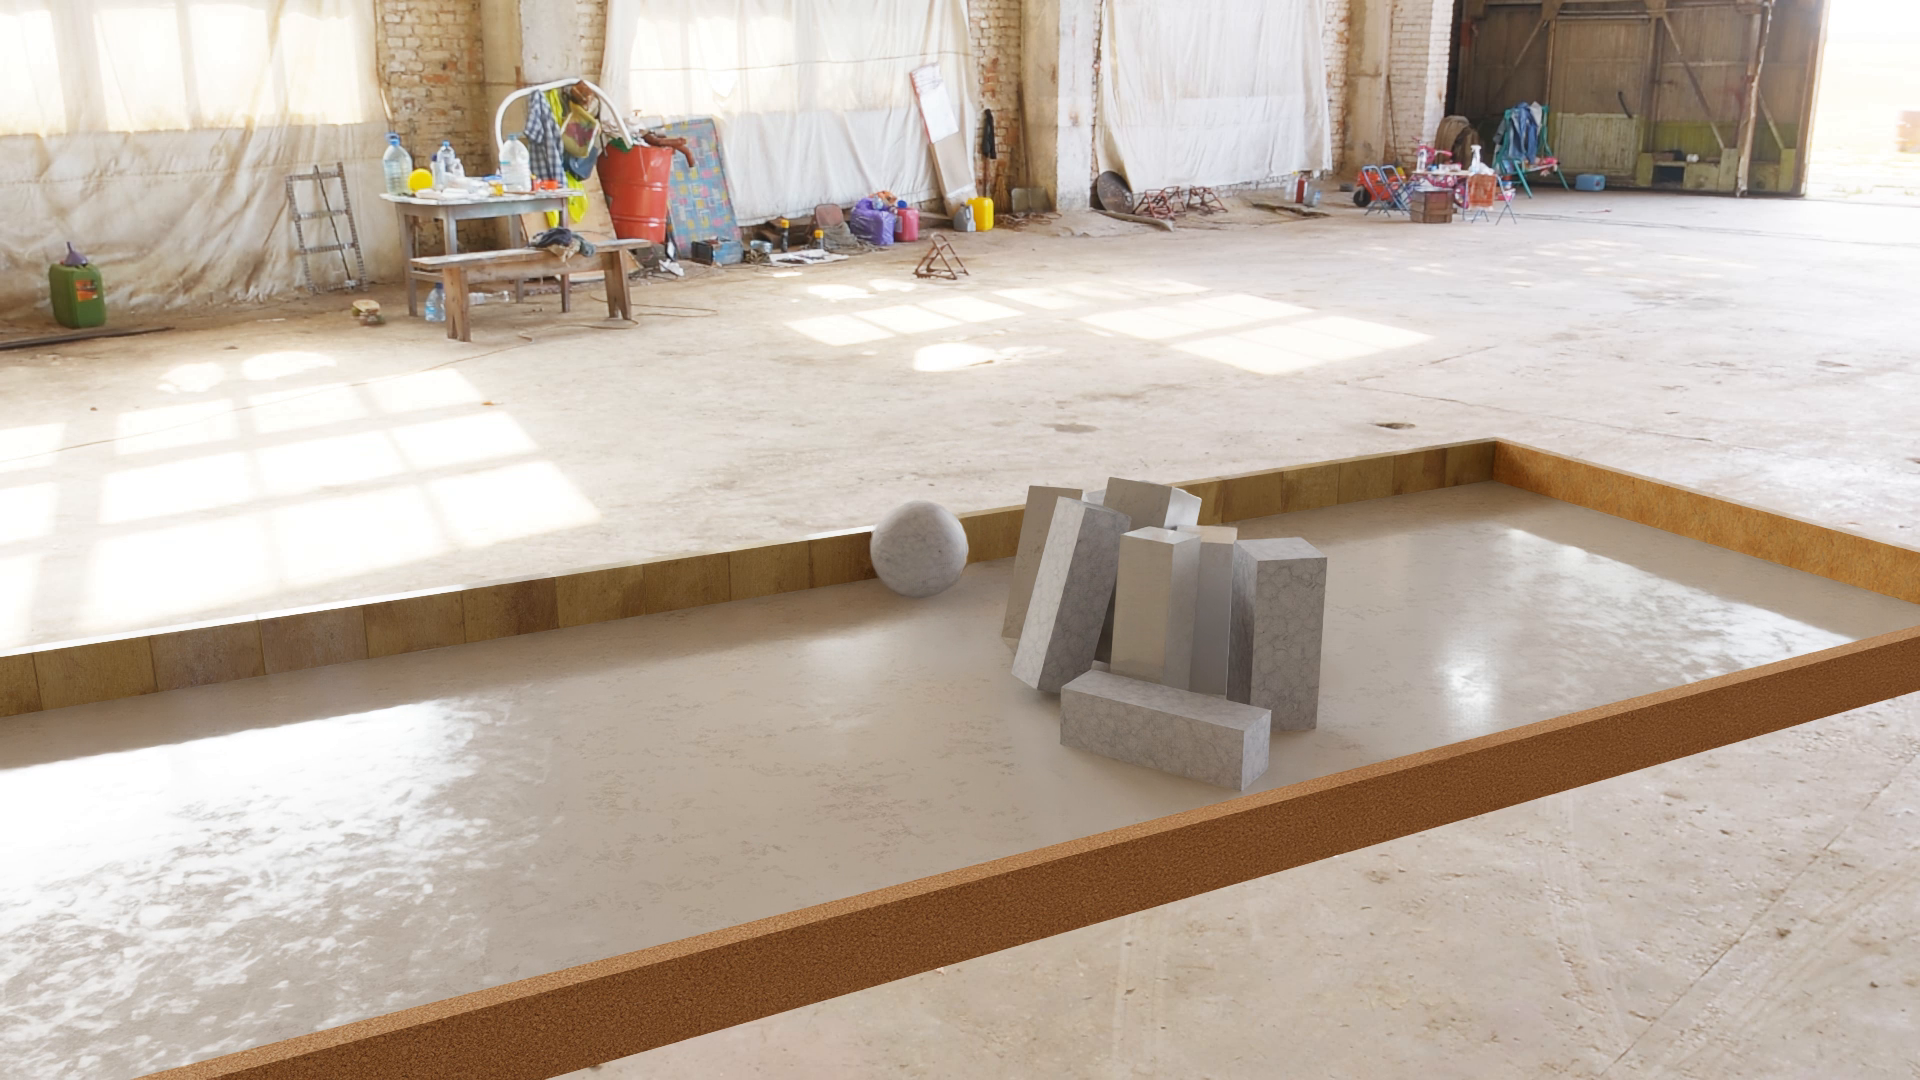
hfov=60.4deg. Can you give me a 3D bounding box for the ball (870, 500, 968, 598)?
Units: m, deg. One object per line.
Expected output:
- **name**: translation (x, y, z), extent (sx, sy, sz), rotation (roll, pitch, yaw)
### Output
- **ball**: translation (-0.118, 0.026, 4.768), extent (0.282, 0.282, 0.282), rotation (0, 16, 0)

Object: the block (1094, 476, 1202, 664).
- **block**: translation (0.446, 0.092, 4.171), extent (0.179, 0.458, 0.179), rotation (11, -3, 33)

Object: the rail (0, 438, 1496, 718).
- **rail**: translation (-3.305, 0.497, 3.399), extent (12.000, 0.150, 0.050), rotation (-9, 18, -27)

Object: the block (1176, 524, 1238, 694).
- **block**: translation (0.600, 0.171, 4.085), extent (0.145, 0.388, 0.145), rotation (4, 17, 12)

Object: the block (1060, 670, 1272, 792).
- **block**: translation (0.454, 0.419, 3.683), extent (0.449, 0.139, 0.139), rotation (11, 19, 32)

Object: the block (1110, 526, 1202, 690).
- **block**: translation (0.449, 0.208, 3.830), extent (0.137, 0.450, 0.137), rotation (11, 14, 33)

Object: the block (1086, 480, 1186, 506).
- **block**: translation (0.420, -0.038, 4.663), extent (0.459, 0.165, 0.165), rotation (-14, 21, -39)

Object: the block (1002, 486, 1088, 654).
- **block**: translation (0.231, 0.084, 4.316), extent (0.145, 0.422, 0.145), rotation (5, -20, 17)

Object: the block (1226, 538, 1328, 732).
- **block**: translation (0.737, 0.221, 3.859), extent (0.165, 0.419, 0.165), rotation (-3, 17, -9)

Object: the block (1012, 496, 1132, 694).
- **block**: translation (0.271, 0.138, 4.035), extent (0.135, 0.456, 0.135), rotation (11, 8, -28)

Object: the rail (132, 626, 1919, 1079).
- **rail**: translation (-2.336, 1.006, 1.665), extent (12.000, 0.150, 0.050), rotation (-9, 18, -27)

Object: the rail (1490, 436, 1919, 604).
- **rail**: translation (2.466, -0.048, 5.253), extent (0.050, 0.150, 2.100), rotation (-9, 18, -27)
